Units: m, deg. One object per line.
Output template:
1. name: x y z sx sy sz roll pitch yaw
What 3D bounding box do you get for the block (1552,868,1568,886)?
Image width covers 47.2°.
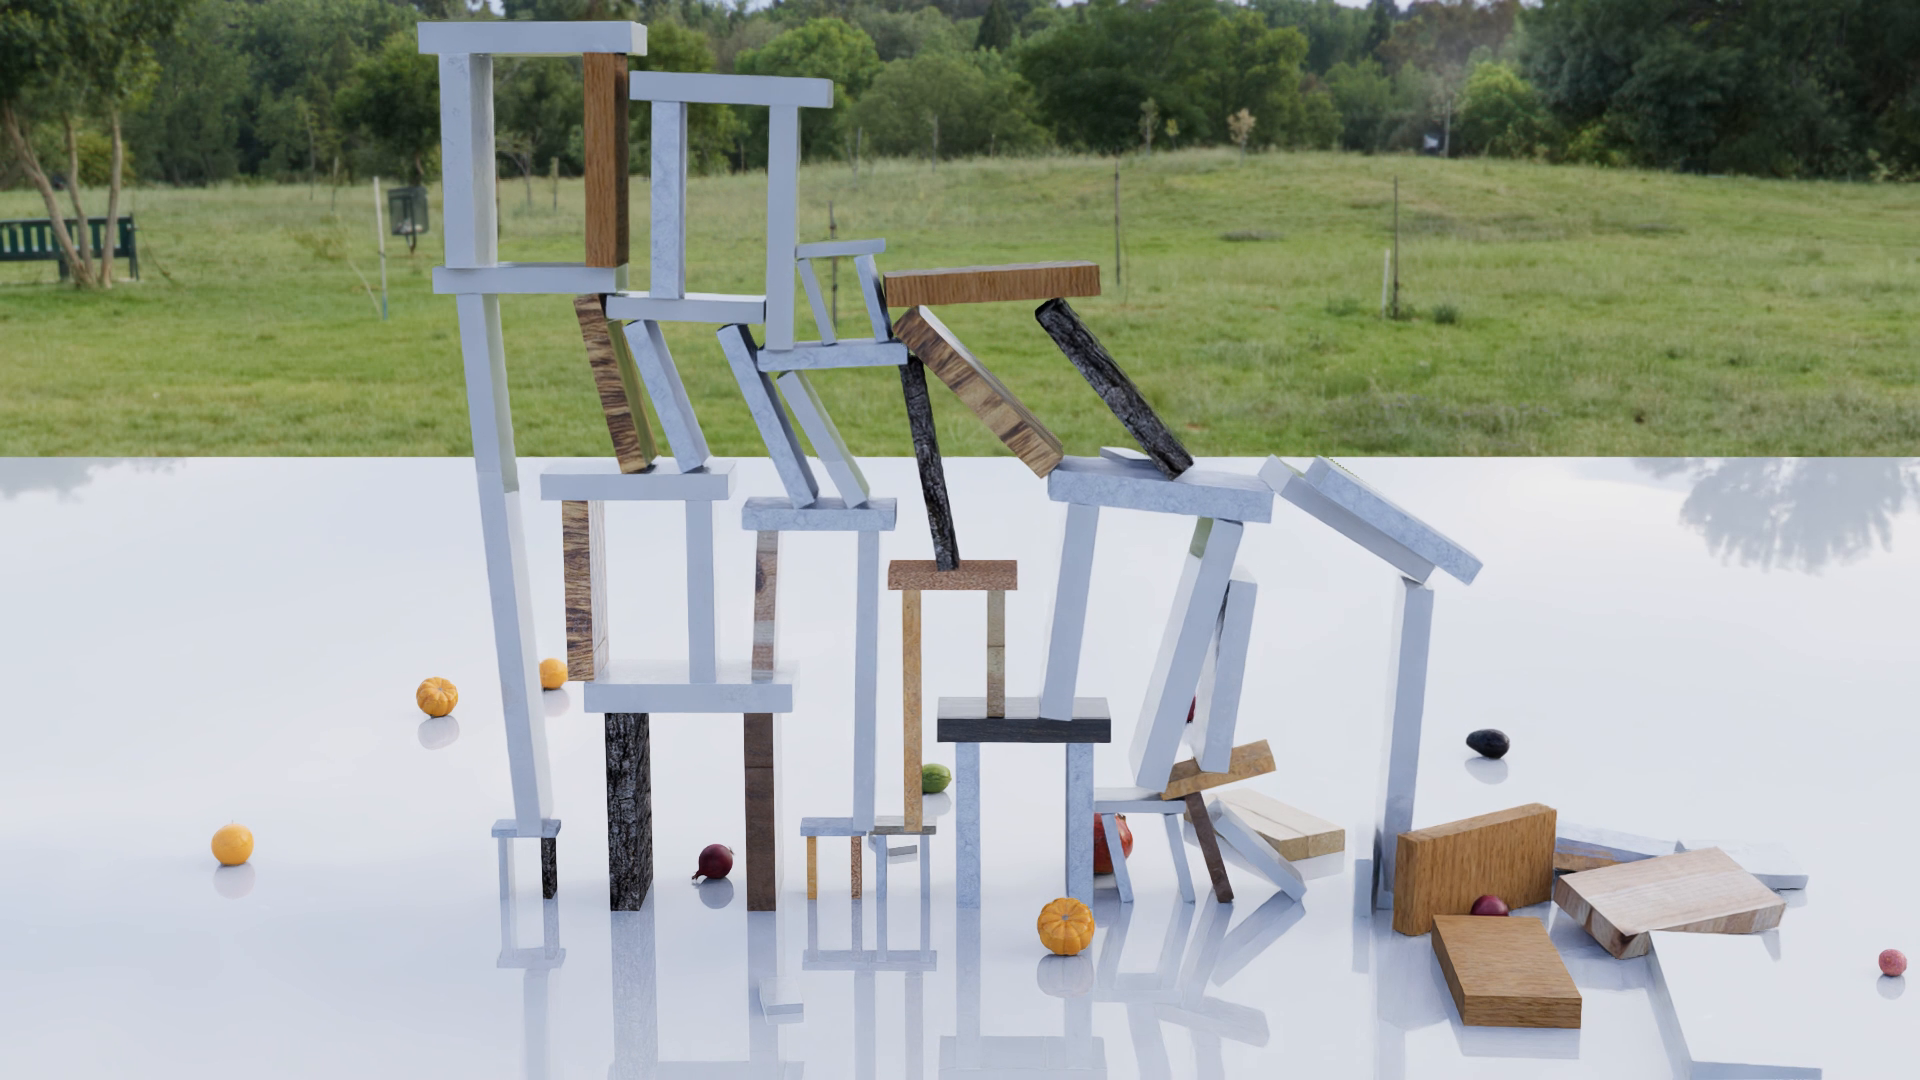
1. block: 1.008 0.552 3.803 0.091 0.026 0.182 7 12 32

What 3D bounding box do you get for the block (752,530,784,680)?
1. block: -0.313 0.094 3.583 0.034 0.243 0.121 3 10 -1

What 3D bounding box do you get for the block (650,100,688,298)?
1. block: -0.458 -0.537 3.464 0.043 0.301 0.151 1 11 -3

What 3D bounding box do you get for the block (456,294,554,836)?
1. block: -0.735 0.037 3.571 0.040 0.881 0.141 -5 10 -1

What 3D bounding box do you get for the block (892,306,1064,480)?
1. block: 0.030 -0.243 3.516 0.047 0.334 0.167 -44 7 9

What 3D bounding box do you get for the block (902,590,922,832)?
1. block: -0.078 0.269 3.606 0.029 0.402 0.104 0 11 -1

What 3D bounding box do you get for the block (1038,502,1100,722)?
1. block: 0.175 0.100 3.580 0.050 0.351 0.176 7 10 -1

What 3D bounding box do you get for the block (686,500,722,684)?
1. block: -0.416 0.070 3.570 0.042 0.296 0.148 0 11 -3

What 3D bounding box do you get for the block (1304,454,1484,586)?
1. block: 0.691 -0.033 3.513 0.288 0.041 0.144 32 10 -5

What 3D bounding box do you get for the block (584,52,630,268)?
1. block: -0.552 -0.594 3.442 0.046 0.324 0.162 1 10 -1

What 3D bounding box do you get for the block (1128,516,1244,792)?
1. block: 0.366 0.171 3.586 0.050 0.452 0.176 15 10 -2

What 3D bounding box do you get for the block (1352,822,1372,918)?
1. block: 0.667 0.545 3.647 0.028 0.097 0.194 2 11 9

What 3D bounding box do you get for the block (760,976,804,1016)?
1. block: -0.262 0.666 3.218 0.053 0.015 0.106 -2 11 -11

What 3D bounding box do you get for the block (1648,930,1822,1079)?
1. block: 1.091 0.667 3.126 0.163 0.046 0.483 1 11 11

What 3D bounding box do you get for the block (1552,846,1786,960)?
1. block: 1.128 0.574 3.496 0.327 0.046 0.163 -5 29 -25

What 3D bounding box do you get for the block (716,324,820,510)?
1. block: -0.306 -0.204 3.521 0.035 0.306 0.123 -23 10 4

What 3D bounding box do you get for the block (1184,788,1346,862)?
1. block: 0.546 0.513 3.972 0.144 0.041 0.288 -5 12 -29

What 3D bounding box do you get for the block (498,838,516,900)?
1. block: -0.754 0.538 3.659 0.015 0.106 0.053 0 11 0

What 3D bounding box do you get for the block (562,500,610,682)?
1. block: -0.609 0.068 3.581 0.042 0.296 0.148 0 11 0

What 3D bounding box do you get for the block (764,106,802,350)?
1. block: -0.278 -0.494 3.466 0.043 0.373 0.151 2 10 -2

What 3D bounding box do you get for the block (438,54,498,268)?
1. block: -0.769 -0.594 3.446 0.046 0.324 0.162 1 10 0

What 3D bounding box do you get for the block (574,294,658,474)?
1. block: -0.548 -0.257 3.512 0.040 0.283 0.141 -14 10 3

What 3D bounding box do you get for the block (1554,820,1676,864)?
1. block: 1.130 0.530 3.804 0.336 0.028 0.097 10 13 14

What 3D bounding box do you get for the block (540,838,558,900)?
1. block: -0.684 0.538 3.659 0.015 0.106 0.053 0 11 0

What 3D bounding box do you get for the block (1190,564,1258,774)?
1. block: 0.429 0.206 3.588 0.045 0.315 0.158 7 10 -2

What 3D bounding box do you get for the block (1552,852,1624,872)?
1. block: 1.054 0.545 3.680 0.091 0.026 0.182 5 -8 25

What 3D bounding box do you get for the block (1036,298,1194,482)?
1. block: 0.246 -0.247 3.513 0.047 0.334 0.167 -39 7 8

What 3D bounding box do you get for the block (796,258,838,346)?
1. block: -0.226 -0.380 3.485 0.020 0.139 0.070 -18 10 2

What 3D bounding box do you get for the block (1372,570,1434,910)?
1. block: 0.725 0.326 3.620 0.045 0.535 0.158 4 11 5

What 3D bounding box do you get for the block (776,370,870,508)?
1. block: -0.219 -0.168 3.531 0.033 0.236 0.118 -29 9 5

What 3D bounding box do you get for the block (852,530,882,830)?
1. block: -0.151 0.219 3.608 0.034 0.498 0.121 2 10 0

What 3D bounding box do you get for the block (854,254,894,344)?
1. block: -0.136 -0.385 3.484 0.020 0.140 0.070 -14 9 8

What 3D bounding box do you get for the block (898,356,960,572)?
1. block: -0.049 -0.125 3.539 0.033 0.336 0.118 -10 10 2

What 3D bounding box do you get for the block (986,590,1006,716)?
1. block: 0.058 0.173 3.587 0.029 0.208 0.104 0 11 1

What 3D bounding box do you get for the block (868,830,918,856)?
1. block: -0.120 0.537 3.913 0.053 0.015 0.106 -4 11 -23

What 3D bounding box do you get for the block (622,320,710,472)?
1. block: -0.467 -0.236 3.514 0.035 0.246 0.123 -20 10 4
